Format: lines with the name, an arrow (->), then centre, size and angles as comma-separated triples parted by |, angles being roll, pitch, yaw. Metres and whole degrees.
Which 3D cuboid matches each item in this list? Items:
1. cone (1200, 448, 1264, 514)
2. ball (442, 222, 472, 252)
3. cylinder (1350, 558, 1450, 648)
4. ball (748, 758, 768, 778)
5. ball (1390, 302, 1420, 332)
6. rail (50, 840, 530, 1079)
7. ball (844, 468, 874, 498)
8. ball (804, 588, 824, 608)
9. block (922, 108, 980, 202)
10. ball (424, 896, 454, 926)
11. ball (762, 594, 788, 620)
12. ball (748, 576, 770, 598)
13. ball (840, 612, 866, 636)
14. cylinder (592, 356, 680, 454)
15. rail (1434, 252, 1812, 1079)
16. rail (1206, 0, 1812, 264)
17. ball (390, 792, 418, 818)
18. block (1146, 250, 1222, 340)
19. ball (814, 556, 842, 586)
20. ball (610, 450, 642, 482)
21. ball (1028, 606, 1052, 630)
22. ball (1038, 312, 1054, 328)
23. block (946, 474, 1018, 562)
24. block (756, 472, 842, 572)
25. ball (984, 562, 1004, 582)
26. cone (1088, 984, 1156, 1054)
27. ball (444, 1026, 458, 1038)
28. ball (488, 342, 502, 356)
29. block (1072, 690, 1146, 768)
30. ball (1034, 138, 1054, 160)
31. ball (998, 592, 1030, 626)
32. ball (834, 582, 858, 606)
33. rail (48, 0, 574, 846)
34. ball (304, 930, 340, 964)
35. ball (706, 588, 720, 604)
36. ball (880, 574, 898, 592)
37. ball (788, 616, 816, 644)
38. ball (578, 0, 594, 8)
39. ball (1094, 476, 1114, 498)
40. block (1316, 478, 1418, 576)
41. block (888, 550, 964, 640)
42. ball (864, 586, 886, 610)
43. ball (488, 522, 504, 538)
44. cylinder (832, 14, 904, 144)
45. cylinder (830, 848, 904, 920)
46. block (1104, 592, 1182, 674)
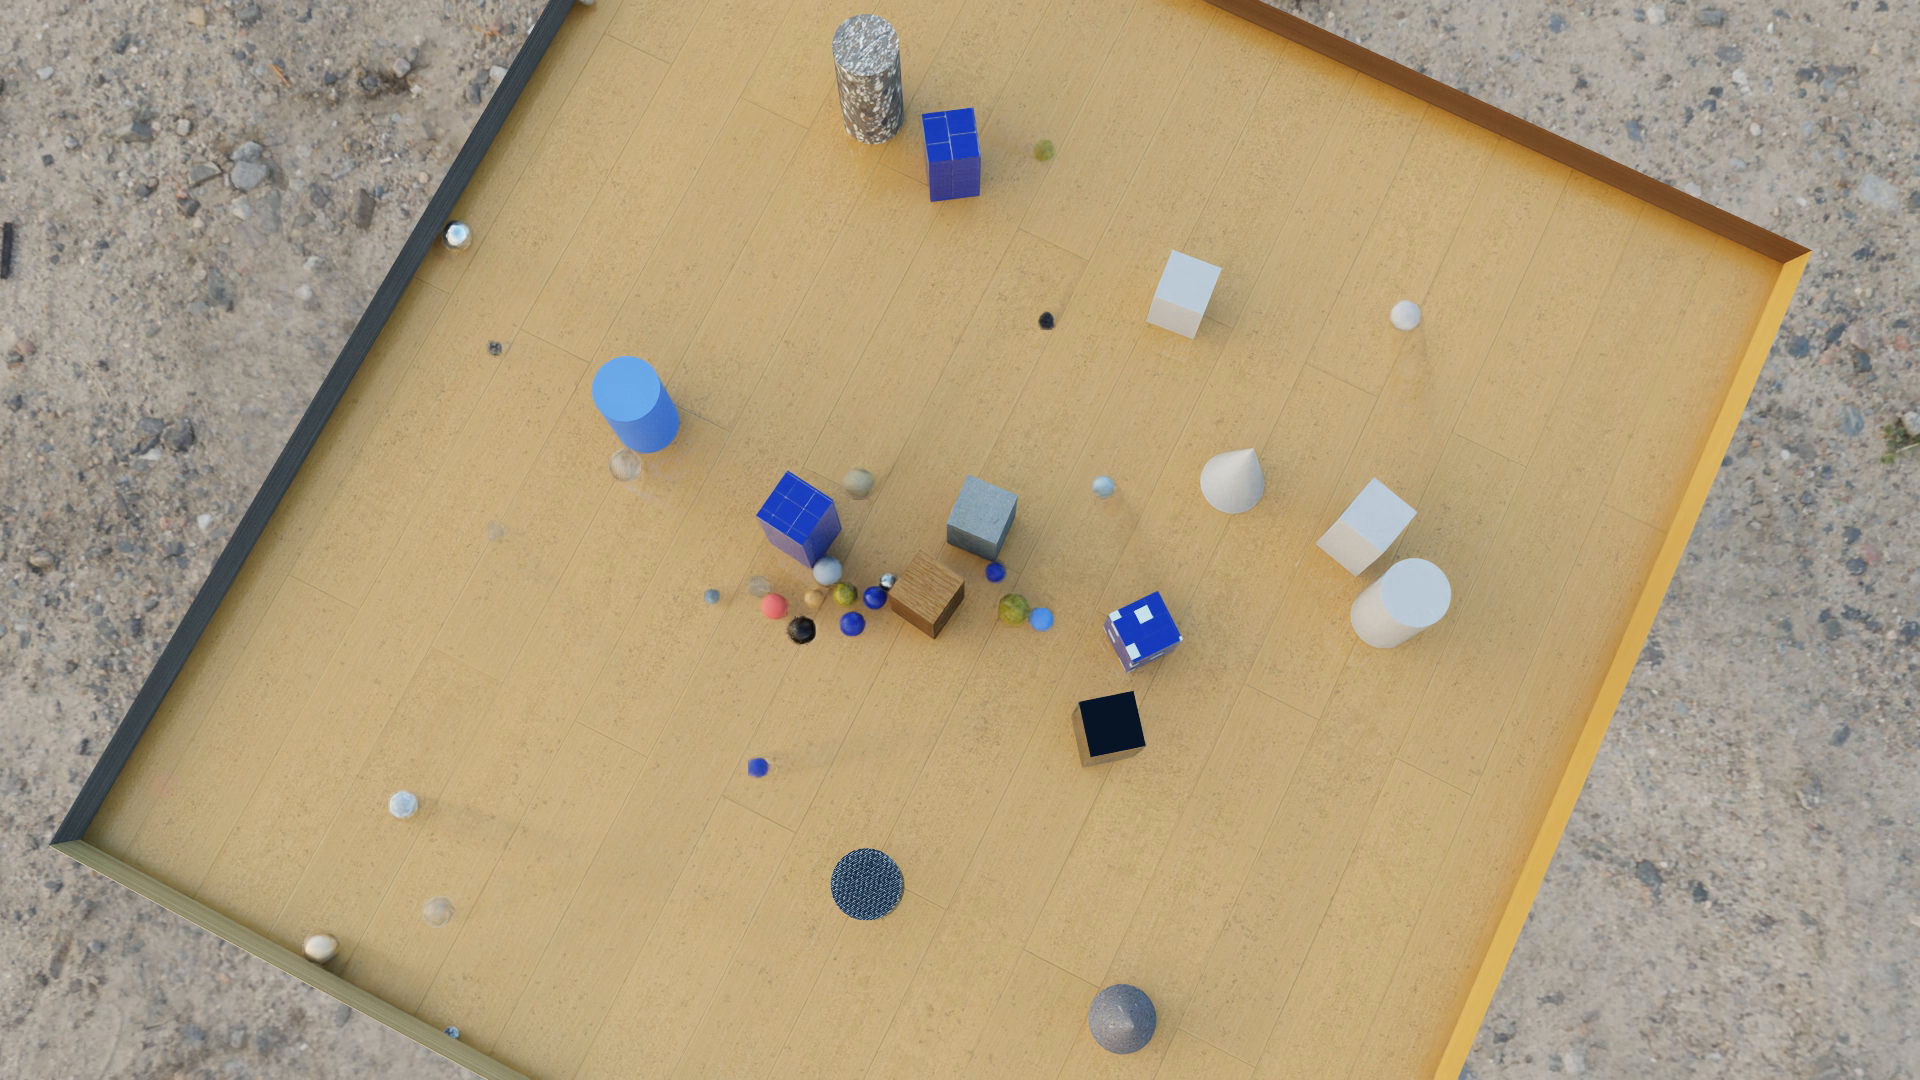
cone -> 0.841, -0.221, 5.449 | 0.198, 0.417, 0.198 | 0, 78, 0
ball -> -1.584, -0.954, 5.766 | 0.094, 0.094, 0.094 | 0, 78, 0
cylinder -> 1.286, 0.190, 5.369 | 0.198, 0.409, 0.198 | 0, 78, 0
ball -> -0.598, 0.676, 5.446 | 0.060, 0.060, 0.060 | 0, 78, 0
ball -> 1.388, -0.696, 5.714 | 0.092, 0.092, 0.092 | 0, 78, 0
rail -> -0.881, 1.732, 5.191 | 3.908, 0.129, 0.045 | 26, 80, 5
ball -> -0.310, -0.174, 5.606 | 0.091, 0.091, 0.091 | 0, 78, 0
ball -> -0.441, 0.177, 5.551 | 0.057, 0.057, 0.057 | 0, 78, 0
block -> -0.026, -1.196, 5.705 | 0.159, 0.312, 0.159 | -8, 78, -2
ball -> -1.522, 1.082, 5.349 | 0.085, 0.085, 0.085 | 0, 78, 0
ball -> -0.558, 0.201, 5.535 | 0.078, 0.078, 0.078 | 0, 78, 0
ball -> -0.609, 0.141, 5.554 | 0.064, 0.064, 0.064 | 0, 78, 0
ball -> -0.323, 0.253, 5.526 | 0.075, 0.075, 0.075 | 0, 78, 0
cylinder -> -0.971, -0.402, 5.511 | 0.198, 0.370, 0.198 | 0, 78, 0
rail -> 1.726, 0.852, 5.373 | 0.045, 0.129, 3.988 | 26, 80, 5
rail -> 0.881, -1.719, 5.906 | 3.908, 0.129, 0.045 | 26, 80, 5
ball -> -1.645, 0.782, 5.414 | 0.081, 0.081, 0.081 | 0, 78, 0
block -> 0.688, -0.754, 5.650 | 0.159, 0.240, 0.159 | 22, 79, 4
ball -> -0.400, 0.093, 5.552 | 0.089, 0.089, 0.089 | 0, 78, 0
ball -> -1.023, -0.226, 5.613 | 0.099, 0.099, 0.099 | 0, 78, 0
ball -> 0.244, 0.238, 5.531 | 0.072, 0.072, 0.072 | 0, 78, 0
ball -> 0.271, -0.687, 5.733 | 0.050, 0.050, 0.050 | 0, 78, 0
block -> 0.065, -0.060, 5.480 | 0.159, 0.291, 0.159 | 23, 79, 5
block -> -0.472, -0.052, 5.426 | 0.159, 0.395, 0.159 | 33, 80, 6
ball -> 0.106, 0.098, 5.565 | 0.061, 0.061, 0.061 | 0, 78, 0
cone -> 0.472, 1.355, 5.144 | 0.198, 0.376, 0.198 | 0, 78, 0
ball -> -1.472, 1.429, 5.298 | 0.044, 0.044, 0.044 | 0, 78, 0
ball -> -1.450, -0.598, 5.717 | 0.045, 0.045, 0.045 | 0, 78, 0
block -> 0.427, 0.552, 5.317 | 0.159, 0.362, 0.159 | -11, 79, -2
ball -> 0.266, -1.246, 5.842 | 0.065, 0.065, 0.065 | 0, 78, 0
ball -> 0.162, 0.209, 5.523 | 0.098, 0.098, 0.098 | 0, 78, 0
ball -> -0.345, 0.163, 5.544 | 0.077, 0.077, 0.077 | 0, 78, 0
rail -> -1.726, -0.838, 5.723 | 0.045, 0.129, 3.988 | 26, 80, 5
ball -> -1.854, 1.185, 5.322 | 0.096, 0.096, 0.096 | 0, 78, 0
ball -> -0.751, 0.171, 5.559 | 0.044, 0.044, 0.044 | 0, 78, 0
ball -> -0.217, 0.128, 5.562 | 0.056, 0.056, 0.056 | 0, 78, 0
ball -> -0.474, 0.272, 5.517 | 0.086, 0.086, 0.086 | 0, 78, 0
ball -> -1.214, -1.761, 5.952 | 0.057, 0.057, 0.057 | 0, 78, 0
ball -> 0.441, -0.161, 5.616 | 0.066, 0.066, 0.066 | 0, 78, 0
block -> 1.201, -0.034, 5.436 | 0.159, 0.368, 0.159 | 40, 81, 8
block -> -0.097, 0.165, 5.431 | 0.159, 0.297, 0.159 | 34, 80, 7
ball -> -0.257, 0.175, 5.544 | 0.072, 0.072, 0.072 | 0, 78, 0
ball -> -1.419, -0.030, 5.598 | 0.050, 0.050, 0.050 | 0, 78, 0
cylinder -> -0.279, -1.416, 5.661 | 0.198, 0.487, 0.198 | 0, 78, 0
cylinder -> -0.262, 0.990, 5.258 | 0.198, 0.300, 0.198 | 0, 78, 0
block -> 0.540, 0.276, 5.438 | 0.159, 0.238, 0.159 | -25, 79, -5
